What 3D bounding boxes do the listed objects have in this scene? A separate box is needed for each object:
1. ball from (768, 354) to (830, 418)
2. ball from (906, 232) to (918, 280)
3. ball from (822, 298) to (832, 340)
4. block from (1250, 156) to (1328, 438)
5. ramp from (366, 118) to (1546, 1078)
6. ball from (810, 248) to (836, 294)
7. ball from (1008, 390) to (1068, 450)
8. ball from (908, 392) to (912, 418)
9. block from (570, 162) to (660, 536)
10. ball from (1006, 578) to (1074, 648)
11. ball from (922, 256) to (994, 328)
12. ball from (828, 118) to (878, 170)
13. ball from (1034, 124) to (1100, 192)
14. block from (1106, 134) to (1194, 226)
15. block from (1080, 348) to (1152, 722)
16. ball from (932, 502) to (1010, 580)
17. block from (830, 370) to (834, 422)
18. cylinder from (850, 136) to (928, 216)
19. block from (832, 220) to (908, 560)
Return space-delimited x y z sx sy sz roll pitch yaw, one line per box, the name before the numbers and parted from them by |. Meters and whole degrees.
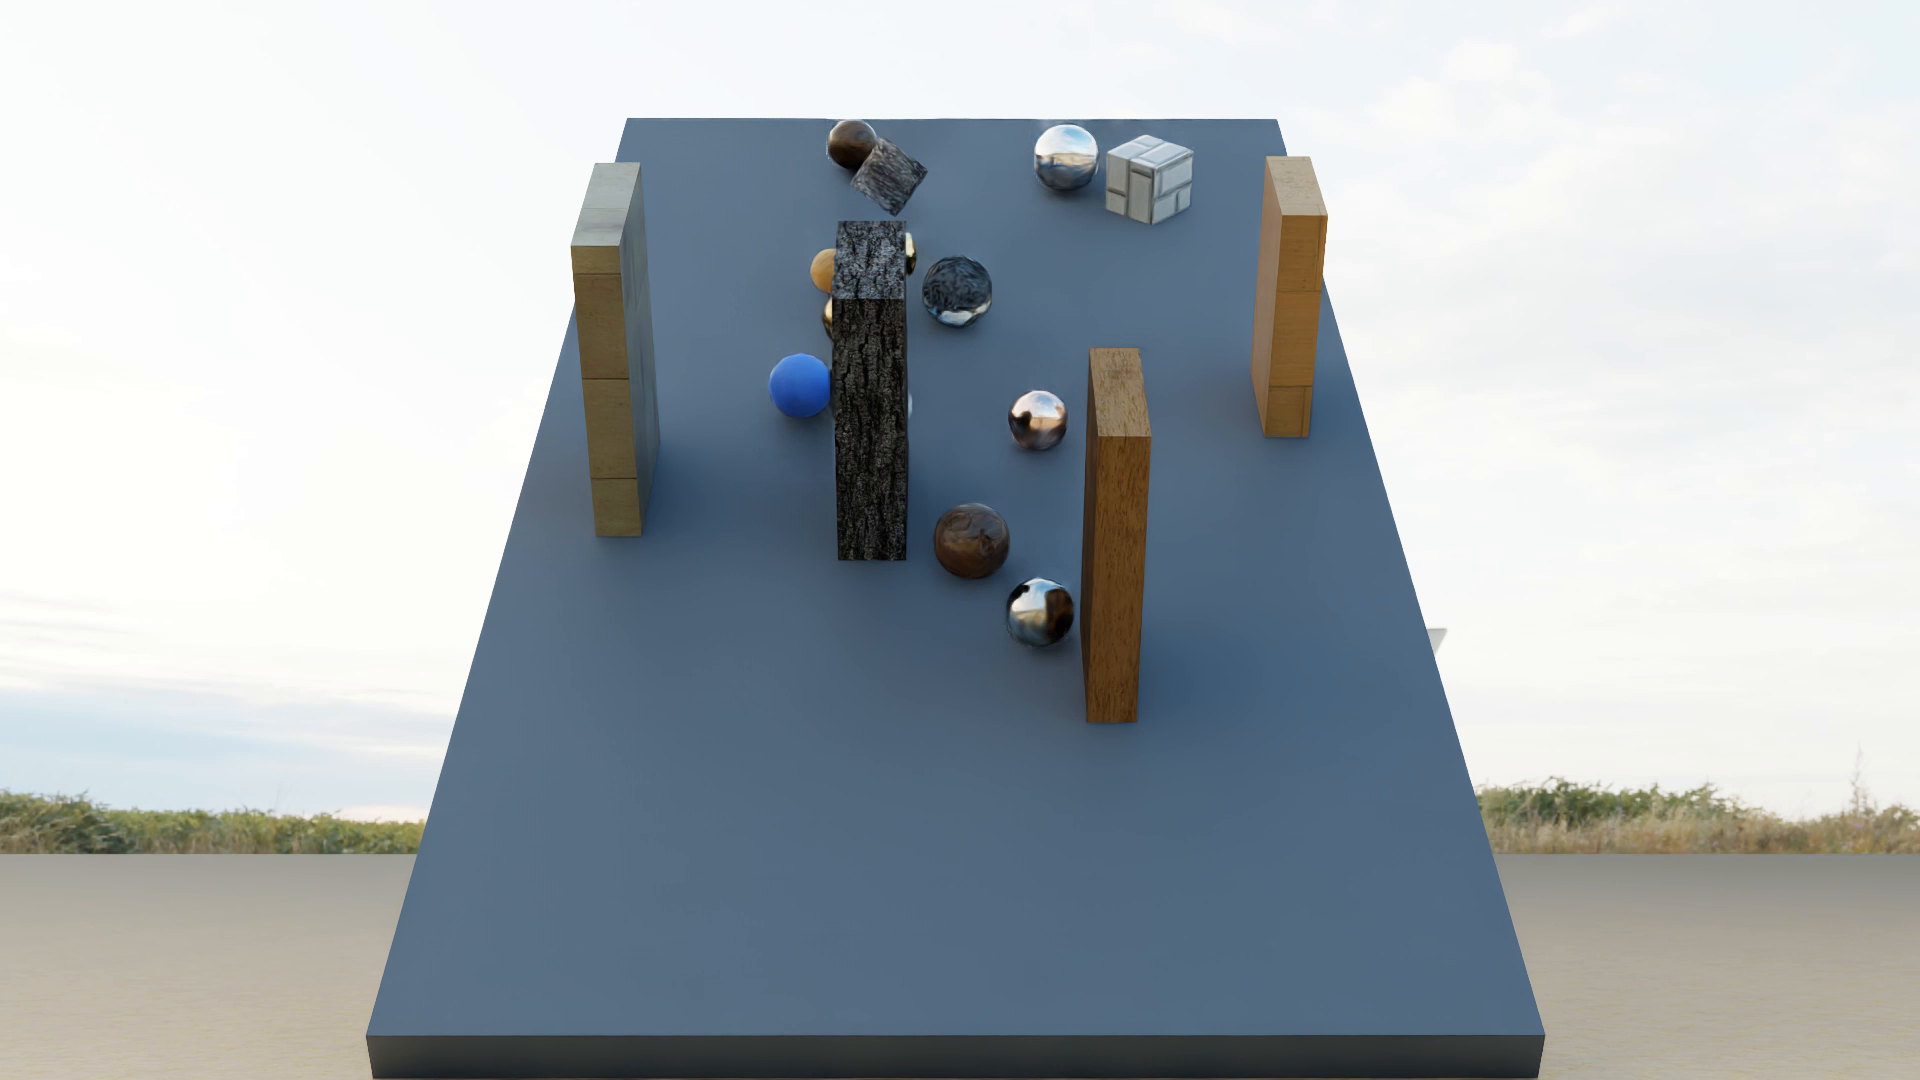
ball | -0.385 -0.373 5.924 0.155 0.155 0.155 0 -7 0
ball | -0.197 -0.740 6.373 0.173 0.173 0.173 0 -7 0
ball | -0.274 -0.563 6.230 0.150 0.150 0.150 0 -7 0
block | 0.783 -0.582 5.864 0.105 0.581 0.335 0 32 0
ramp | -0.015 -0.187 5.870 2.000 0.100 4.000 0 32 0
ball | -0.335 -0.712 6.491 0.123 0.123 0.123 0 -7 0
ball | 0.185 -0.283 5.796 0.144 0.144 0.144 0 -7 0
ball | -0.164 -0.314 5.701 0.109 0.109 0.109 0 -7 0
block | -0.764 -0.426 5.480 0.102 0.716 0.429 0 32 0
ball | 0.167 0.151 5.108 0.145 0.145 0.145 0 -7 0
ball | -0.007 -0.643 6.326 0.185 0.185 0.185 0 -7 0
ball | -0.314 -1.160 7.176 0.147 0.147 0.147 0 -7 0
ball | 0.306 -1.099 7.043 0.190 0.190 0.190 0 -7 0
block | 0.535 -1.020 6.938 0.172 0.172 0.172 26 40 34
block | 0.305 -0.007 4.877 0.098 0.660 0.351 0 32 0
ball | 0.025 0.002 5.320 0.169 0.169 0.169 0 -7 0
block | -0.223 -0.370 5.935 0.140 0.140 0.140 10 34 15
cylinder | -0.192 -0.988 6.662 0.156 0.156 0.156 35 7 -5
block | -0.194 -0.329 5.400 0.150 0.642 0.384 0 32 0
